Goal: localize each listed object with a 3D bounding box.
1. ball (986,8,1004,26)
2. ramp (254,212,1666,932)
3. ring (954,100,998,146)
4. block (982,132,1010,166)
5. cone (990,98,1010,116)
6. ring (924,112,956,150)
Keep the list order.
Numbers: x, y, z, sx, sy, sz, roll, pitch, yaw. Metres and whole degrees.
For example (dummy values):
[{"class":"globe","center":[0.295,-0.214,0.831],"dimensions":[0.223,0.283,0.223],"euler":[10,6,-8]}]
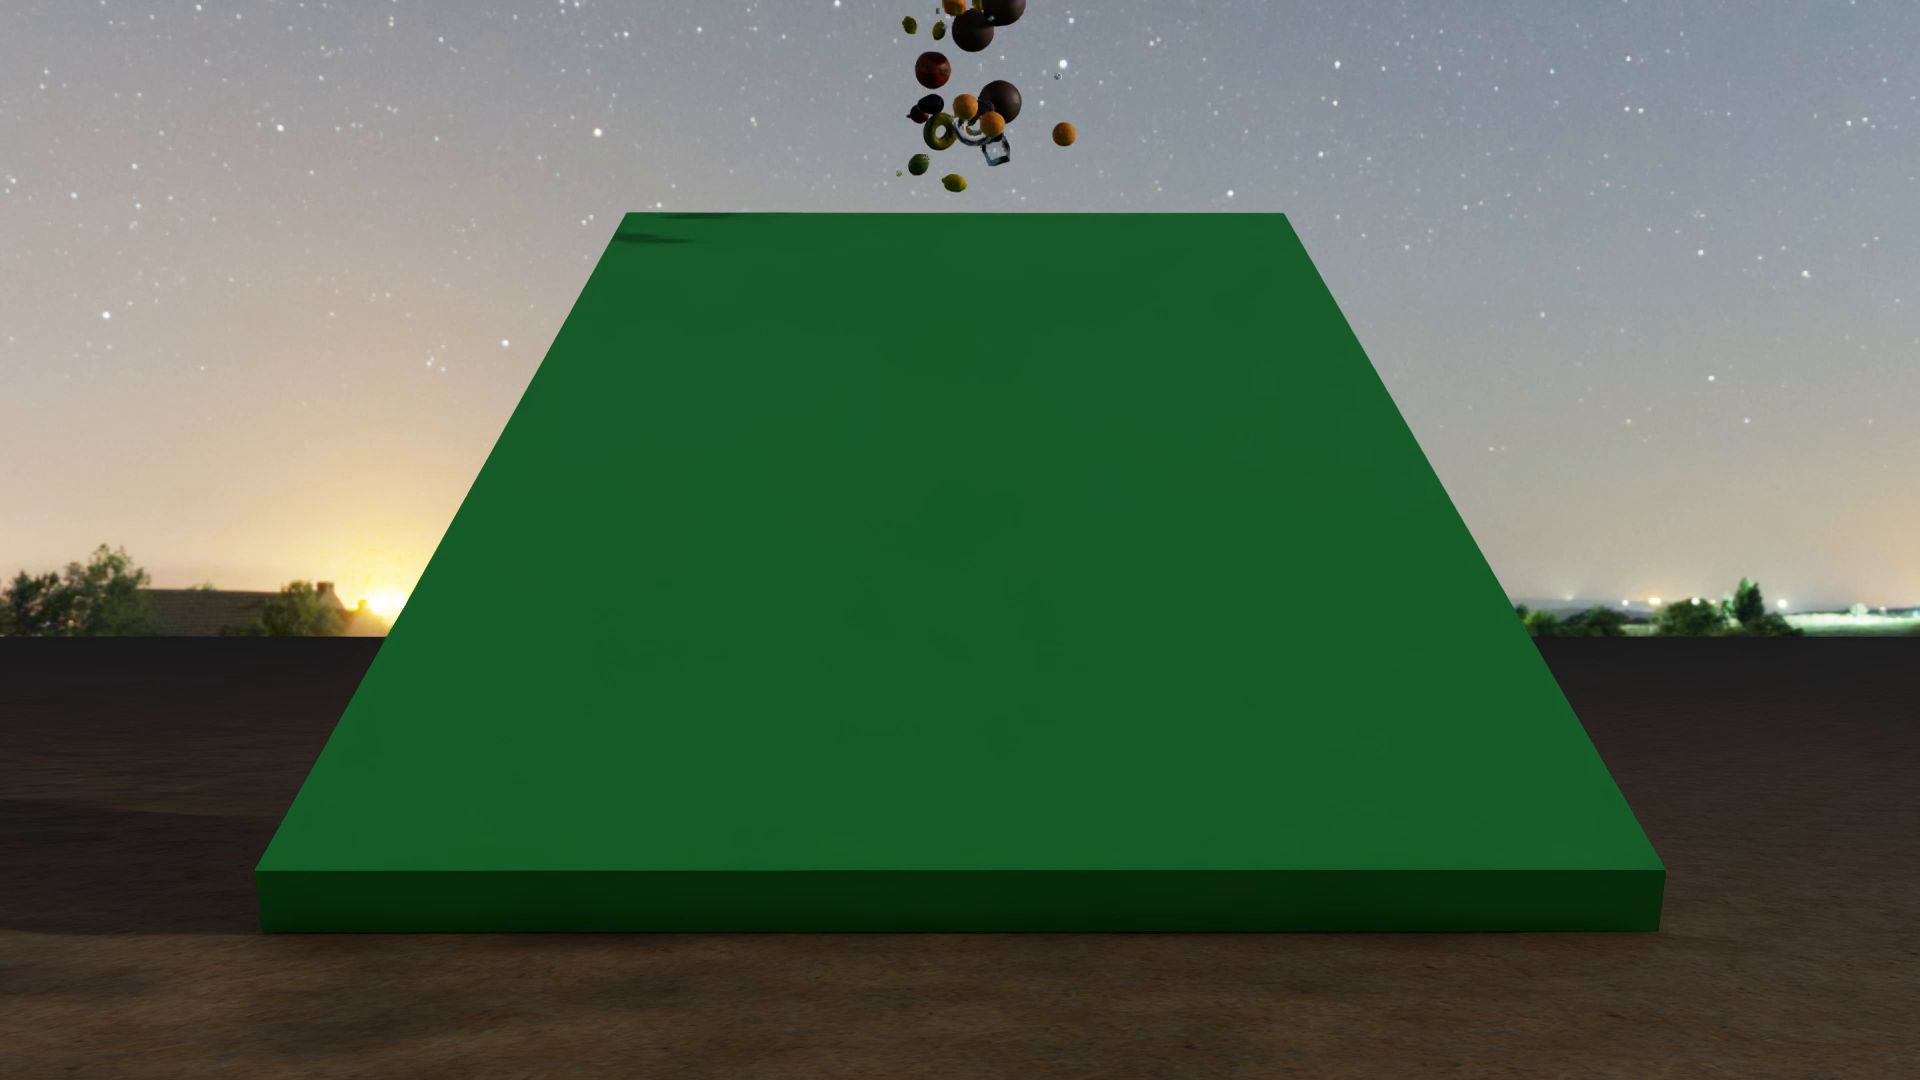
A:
[{"class":"ball","center":[0.106,-1.570,6.866],"dimensions":[0.054,0.054,0.054],"euler":[0,-2,0]},{"class":"ramp","center":[-0.006,-0.218,5.121],"dimensions":[2.000,0.100,4.000],"euler":[0,21,0]},{"class":"ring","center":[0.043,-1.202,6.600],"dimensions":[0.134,0.134,0.045],"euler":[-1,1,17]},{"class":"block","center":[0.105,-1.128,6.614],"dimensions":[0.061,0.061,0.061],"euler":[-12,-45,19]},{"class":"cone","center":[0.114,-1.301,6.937],"dimensions":[0.060,0.060,0.060],"euler":[0,-11,-10]},{"class":"ring","center":[-0.059,-1.233,6.910],"dimensions":[0.116,0.116,0.039],"euler":[1,21,-32]}]
